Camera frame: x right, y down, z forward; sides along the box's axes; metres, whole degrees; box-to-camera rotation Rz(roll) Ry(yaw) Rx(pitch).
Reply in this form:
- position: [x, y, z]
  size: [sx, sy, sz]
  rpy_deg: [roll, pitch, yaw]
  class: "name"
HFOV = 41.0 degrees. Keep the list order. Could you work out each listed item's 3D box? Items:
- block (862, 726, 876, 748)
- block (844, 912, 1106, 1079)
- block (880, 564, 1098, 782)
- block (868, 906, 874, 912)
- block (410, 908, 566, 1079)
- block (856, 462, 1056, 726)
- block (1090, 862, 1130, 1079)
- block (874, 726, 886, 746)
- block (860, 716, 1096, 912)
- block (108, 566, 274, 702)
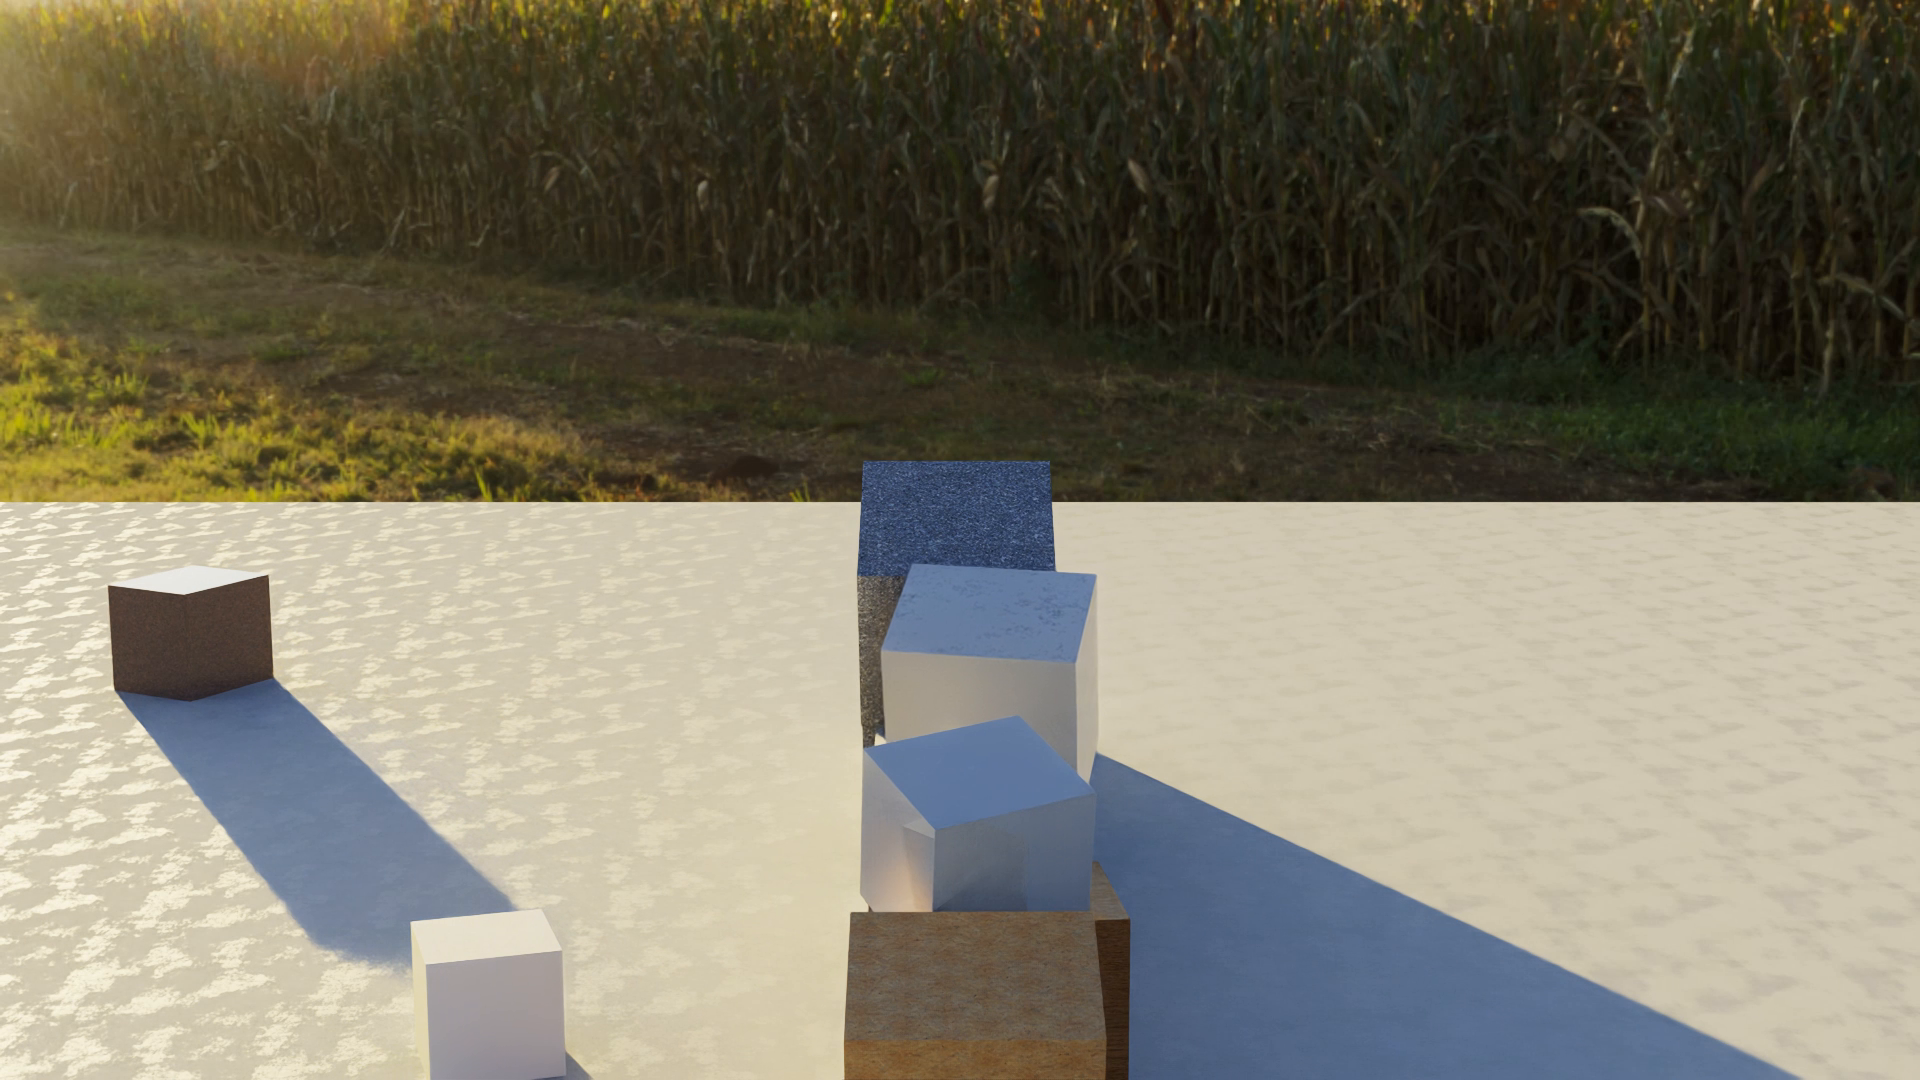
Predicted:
- position: [0.010, 0.959, 11.667]
  size: [0.876, 0.940, 0.790]
  rpy_deg: [0, 10, 0]
  class: "block"
- position: [0.040, 1.655, 7.871]
  size: [0.759, 0.783, 0.662]
  rpy_deg: [0, 25, -1]
  class: "block"
- position: [0.134, 0.613, 10.084]
  size: [0.742, 0.780, 0.648]
  rpy_deg: [3, 31, 9]
  class: "block"
- position: [-0.044, 1.386, 10.233]
  size: [0.617, 0.612, 0.607]
  rpy_deg: [0, 10, 1]
  class: "block"
- position: [-1.698, 1.645, 9.219]
  size: [0.474, 0.465, 0.478]
  rpy_deg: [-3, 11, -18]
  class: "block"
- position: [-0.015, 0.221, 11.018]
  size: [0.811, 0.770, 0.880]
  rpy_deg: [0, 34, 0]
  class: "block"
- position: [0.176, 1.573, 8.807]
  size: [0.706, 0.754, 0.636]
  rpy_deg: [-1, 10, -7]
  class: "block"
- position: [0.013, 1.177, 10.906]
  size: [0.731, 0.783, 0.766]
  rpy_deg: [0, 10, 0]
  class: "block"
- position: [0.050, 0.990, 8.327]
  size: [0.567, 0.561, 0.541]
  rpy_deg: [-10, 28, -24]
  class: "block"
- position: [-4.460, 0.533, 14.898]
  size: [0.592, 0.620, 0.674]
  rpy_deg: [5, 12, 28]
  class: "block"
